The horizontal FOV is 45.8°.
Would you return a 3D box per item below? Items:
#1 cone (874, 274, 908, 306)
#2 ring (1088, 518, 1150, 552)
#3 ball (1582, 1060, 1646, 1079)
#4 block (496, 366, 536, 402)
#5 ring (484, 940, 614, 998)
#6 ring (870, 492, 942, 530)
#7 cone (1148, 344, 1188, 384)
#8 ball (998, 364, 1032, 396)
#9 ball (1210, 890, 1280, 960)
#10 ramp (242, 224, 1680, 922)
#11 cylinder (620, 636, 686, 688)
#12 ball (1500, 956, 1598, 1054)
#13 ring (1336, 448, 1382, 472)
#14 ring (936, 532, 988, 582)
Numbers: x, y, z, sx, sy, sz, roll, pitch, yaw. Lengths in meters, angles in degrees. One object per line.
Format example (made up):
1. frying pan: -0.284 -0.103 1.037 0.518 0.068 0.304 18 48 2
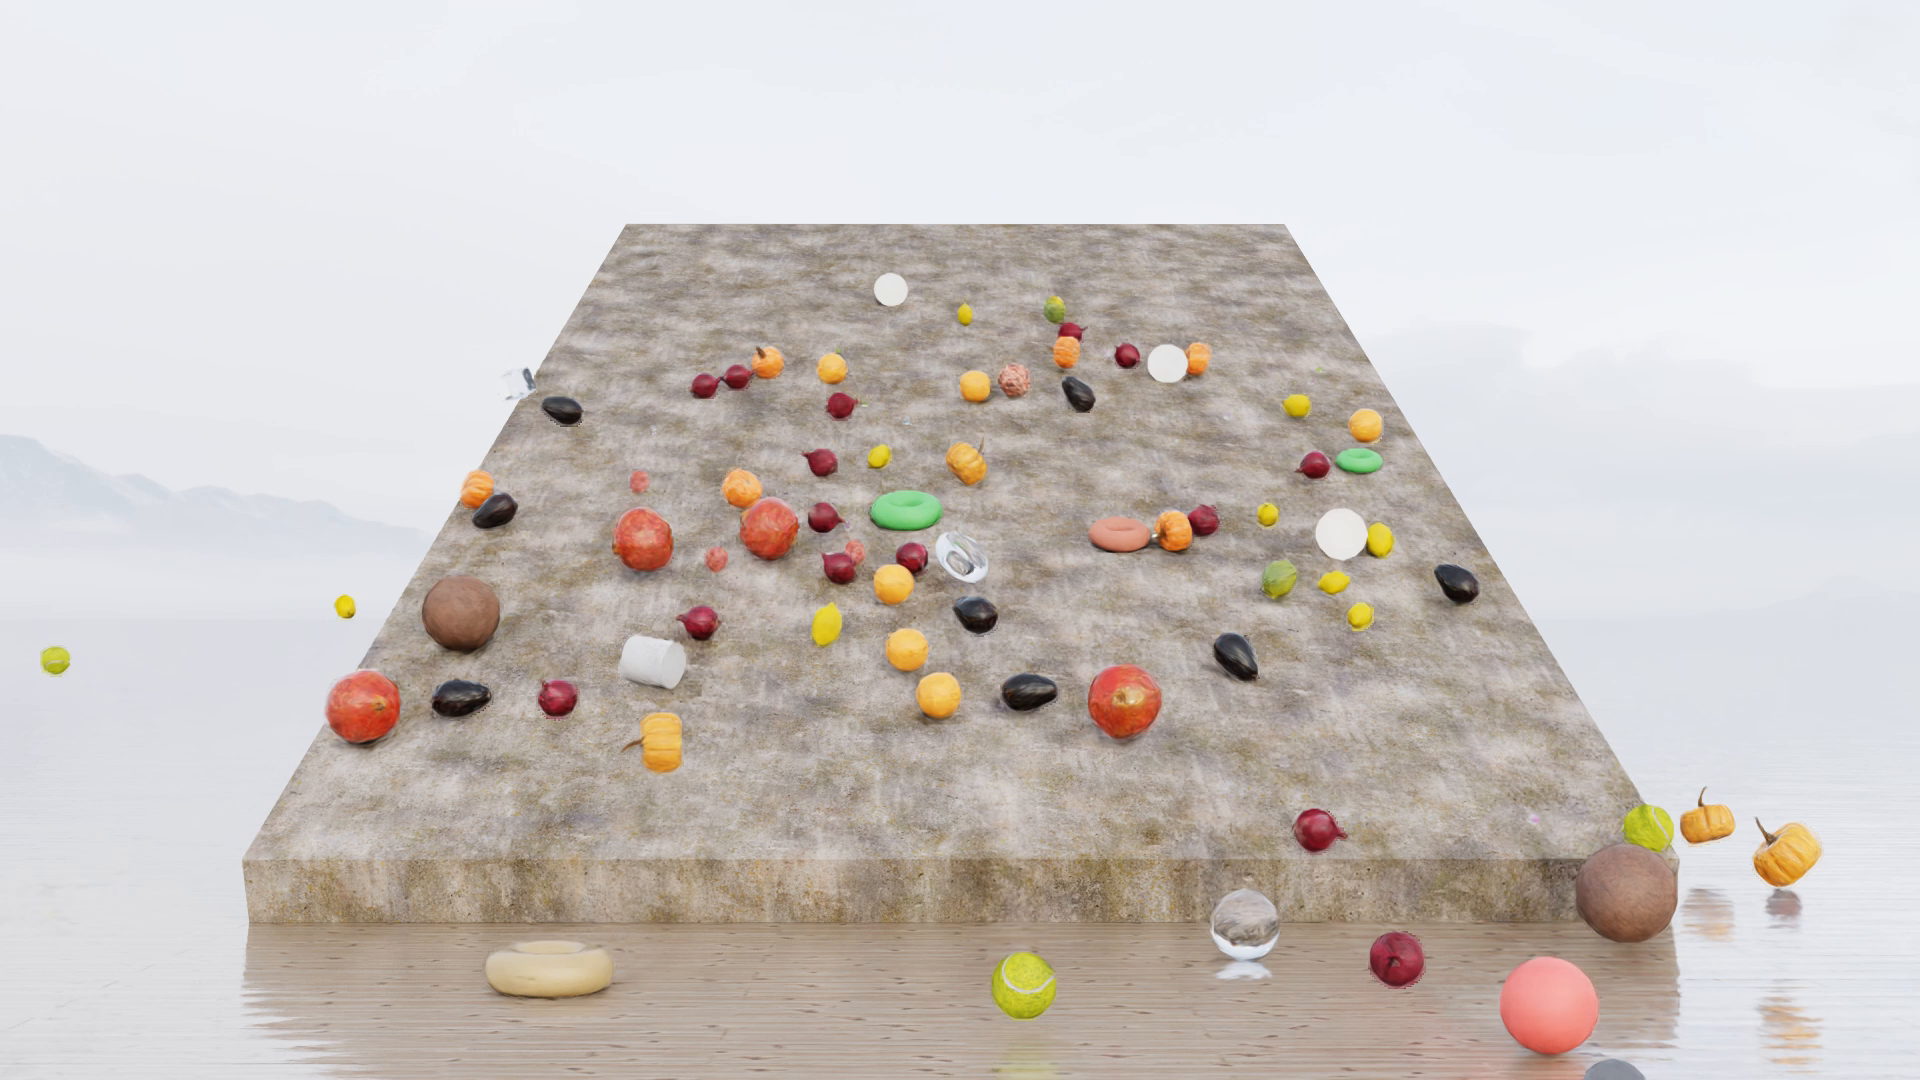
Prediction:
1. cone: -0.191 -0.654 6.032 0.089 0.089 0.089 0 -7 -12
2. ring: 0.303 -0.010 4.320 0.118 0.039 0.118 1 20 0
3. ball: 0.552 0.468 1.918 0.058 0.058 0.058 0 -2 0
4. block: -1.018 -0.358 5.223 0.056 0.056 0.056 -9 22 26
5. ring: -0.474 0.495 2.627 0.148 0.049 0.148 1 -1 0
6. ring: -0.104 -0.057 4.433 0.140 0.047 0.140 -1 21 0
7. cone: 0.487 -0.408 5.376 0.093 0.093 0.093 0 -6 1
8. ball: 0.125 -0.368 5.220 0.075 0.075 0.075 0 -2 0
9. ball: 0.358 0.482 2.852 0.088 0.088 0.088 0 -2 0
10. ramp: -0.005 -0.211 5.053 2.000 0.100 4.000 0 21 0
11. cylinder: -0.500 0.198 3.705 0.077 0.077 0.077 8 2 23
12. ball: 0.582 0.460 2.247 0.095 0.095 0.095 0 -2 0
13. ring: 0.832 -0.165 4.747 0.094 0.031 0.094 -1 22 0
14. ring: 0.004 0.030 4.081 0.109 0.109 0.036 2 -42 -46
